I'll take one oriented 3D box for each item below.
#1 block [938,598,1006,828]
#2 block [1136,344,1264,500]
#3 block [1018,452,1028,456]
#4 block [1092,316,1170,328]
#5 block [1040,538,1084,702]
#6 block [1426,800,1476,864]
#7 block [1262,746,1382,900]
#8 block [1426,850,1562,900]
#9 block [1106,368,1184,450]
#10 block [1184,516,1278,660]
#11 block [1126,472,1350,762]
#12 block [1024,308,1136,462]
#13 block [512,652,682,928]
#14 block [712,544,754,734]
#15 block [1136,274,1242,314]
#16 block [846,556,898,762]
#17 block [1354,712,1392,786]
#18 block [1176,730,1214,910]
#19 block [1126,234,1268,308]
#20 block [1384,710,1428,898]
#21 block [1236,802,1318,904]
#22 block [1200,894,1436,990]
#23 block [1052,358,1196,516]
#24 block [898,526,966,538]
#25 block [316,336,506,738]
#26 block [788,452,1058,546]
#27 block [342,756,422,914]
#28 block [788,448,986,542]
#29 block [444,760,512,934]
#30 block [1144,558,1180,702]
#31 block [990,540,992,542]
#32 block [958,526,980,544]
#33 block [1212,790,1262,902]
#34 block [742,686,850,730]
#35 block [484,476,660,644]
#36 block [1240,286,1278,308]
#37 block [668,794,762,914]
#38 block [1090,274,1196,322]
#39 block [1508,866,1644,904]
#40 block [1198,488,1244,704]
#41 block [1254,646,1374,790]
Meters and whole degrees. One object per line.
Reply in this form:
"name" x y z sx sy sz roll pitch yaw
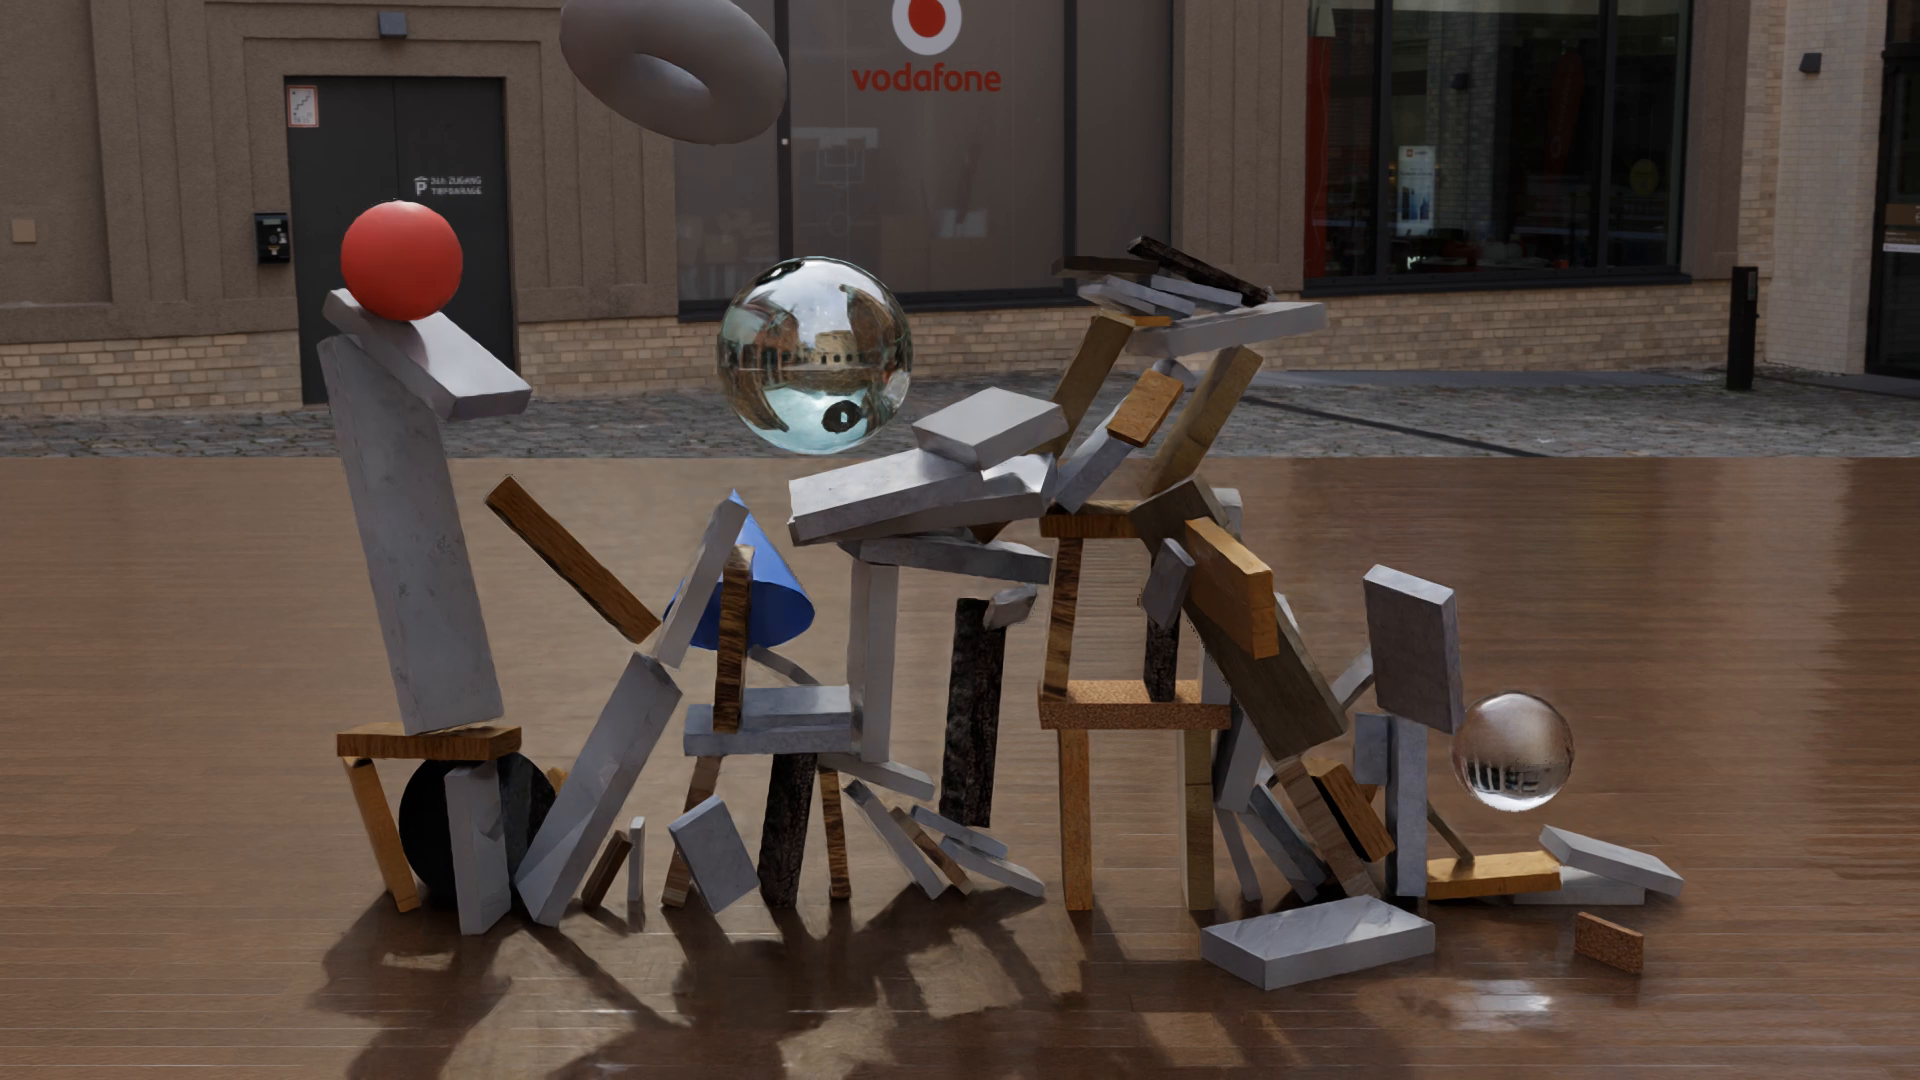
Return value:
"block" 0.022 0.287 3.712 0.046 0.374 0.162 5 -2 -14
"block" 0.383 -0.186 3.532 0.041 0.288 0.144 30 8 -7
"block" 0.097 -0.124 3.638 0.048 0.014 0.133 22 -10 -10
"block" 0.269 -0.343 3.448 0.115 0.016 0.058 -4 5 -39
"block" 0.164 0.116 3.575 0.038 0.265 0.133 6 10 -1
"block" 0.811 0.486 3.669 0.017 0.118 0.059 -40 16 8
"block" 0.581 0.444 3.621 0.046 0.327 0.163 -31 10 4
"block" 0.883 0.554 3.640 0.213 0.030 0.107 -7 11 15
"block" 0.274 -0.195 3.249 0.062 0.018 0.124 24 62 22
"block" 0.376 0.064 3.061 0.035 0.123 0.247 -12 20 -11
"block" 0.413 0.116 3.255 0.123 0.438 0.035 -28 6 34
"block" 0.184 -0.236 3.488 0.058 0.362 0.016 18 50 -9
"block" -0.584 0.399 3.526 0.039 0.437 0.137 24 9 -33
"block" -0.364 0.158 3.539 0.039 0.274 0.137 5 16 -2
"block" 0.363 -0.390 3.490 0.152 0.022 0.076 10 -5 -13
"block" -0.148 0.191 3.643 0.046 0.325 0.162 2 7 -13
"block" 0.688 0.349 3.667 0.059 0.117 0.017 2 4 30
"block" 0.389 0.440 3.638 0.043 0.304 0.152 -2 10 1
"block" 0.376 -0.424 3.481 0.227 0.017 0.059 22 -10 -14
"block" 0.740 0.353 3.648 0.046 0.453 0.162 0 1 4
"block" 0.521 0.508 3.651 0.027 0.191 0.095 -37 9 6
"block" 0.553 0.618 3.392 0.327 0.046 0.163 -5 11 -29
"block" 0.257 -0.173 3.520 0.041 0.288 0.144 41 8 -9
"block" -0.065 -0.026 3.624 0.140 0.020 0.070 0 20 -46
"block" -0.881 -0.014 3.533 0.046 0.647 0.162 -19 -7 39
"block" -0.058 -0.065 3.537 0.417 0.043 0.151 -7 25 15
"block" -0.950 0.470 3.603 0.037 0.258 0.129 -20 17 -19
"block" -0.118 -0.083 3.503 0.301 0.043 0.151 -14 24 -1
"block" -0.769 0.485 3.515 0.037 0.258 0.129 -3 9 10
"block" 0.332 0.117 3.576 0.038 0.265 0.133 3 10 -1
"block" 0.041 -0.051 3.680 0.015 0.106 0.053 3 2 -14
"block" 0.020 -0.050 3.658 0.015 0.106 0.053 8 5 -39
"block" 0.454 0.494 3.643 0.027 0.191 0.095 -19 16 6
"block" -0.265 0.271 3.570 0.173 0.024 0.086 -2 27 -4
"block" -0.612 0.034 3.463 0.046 0.324 0.162 -47 9 -11
"block" 0.540 -0.414 4.096 0.124 0.062 0.018 -33 -5 33
"block" -0.368 0.472 3.300 0.086 0.173 0.024 -32 35 -19
"block" 0.287 -0.381 3.472 0.152 0.022 0.076 16 -6 -17
"block" 1.019 0.575 3.667 0.213 0.030 0.107 0 11 1
"block" 0.421 0.089 3.565 0.046 0.323 0.162 3 11 4
"block" 0.631 0.334 3.940 0.017 0.059 0.591 12 -29 -8
